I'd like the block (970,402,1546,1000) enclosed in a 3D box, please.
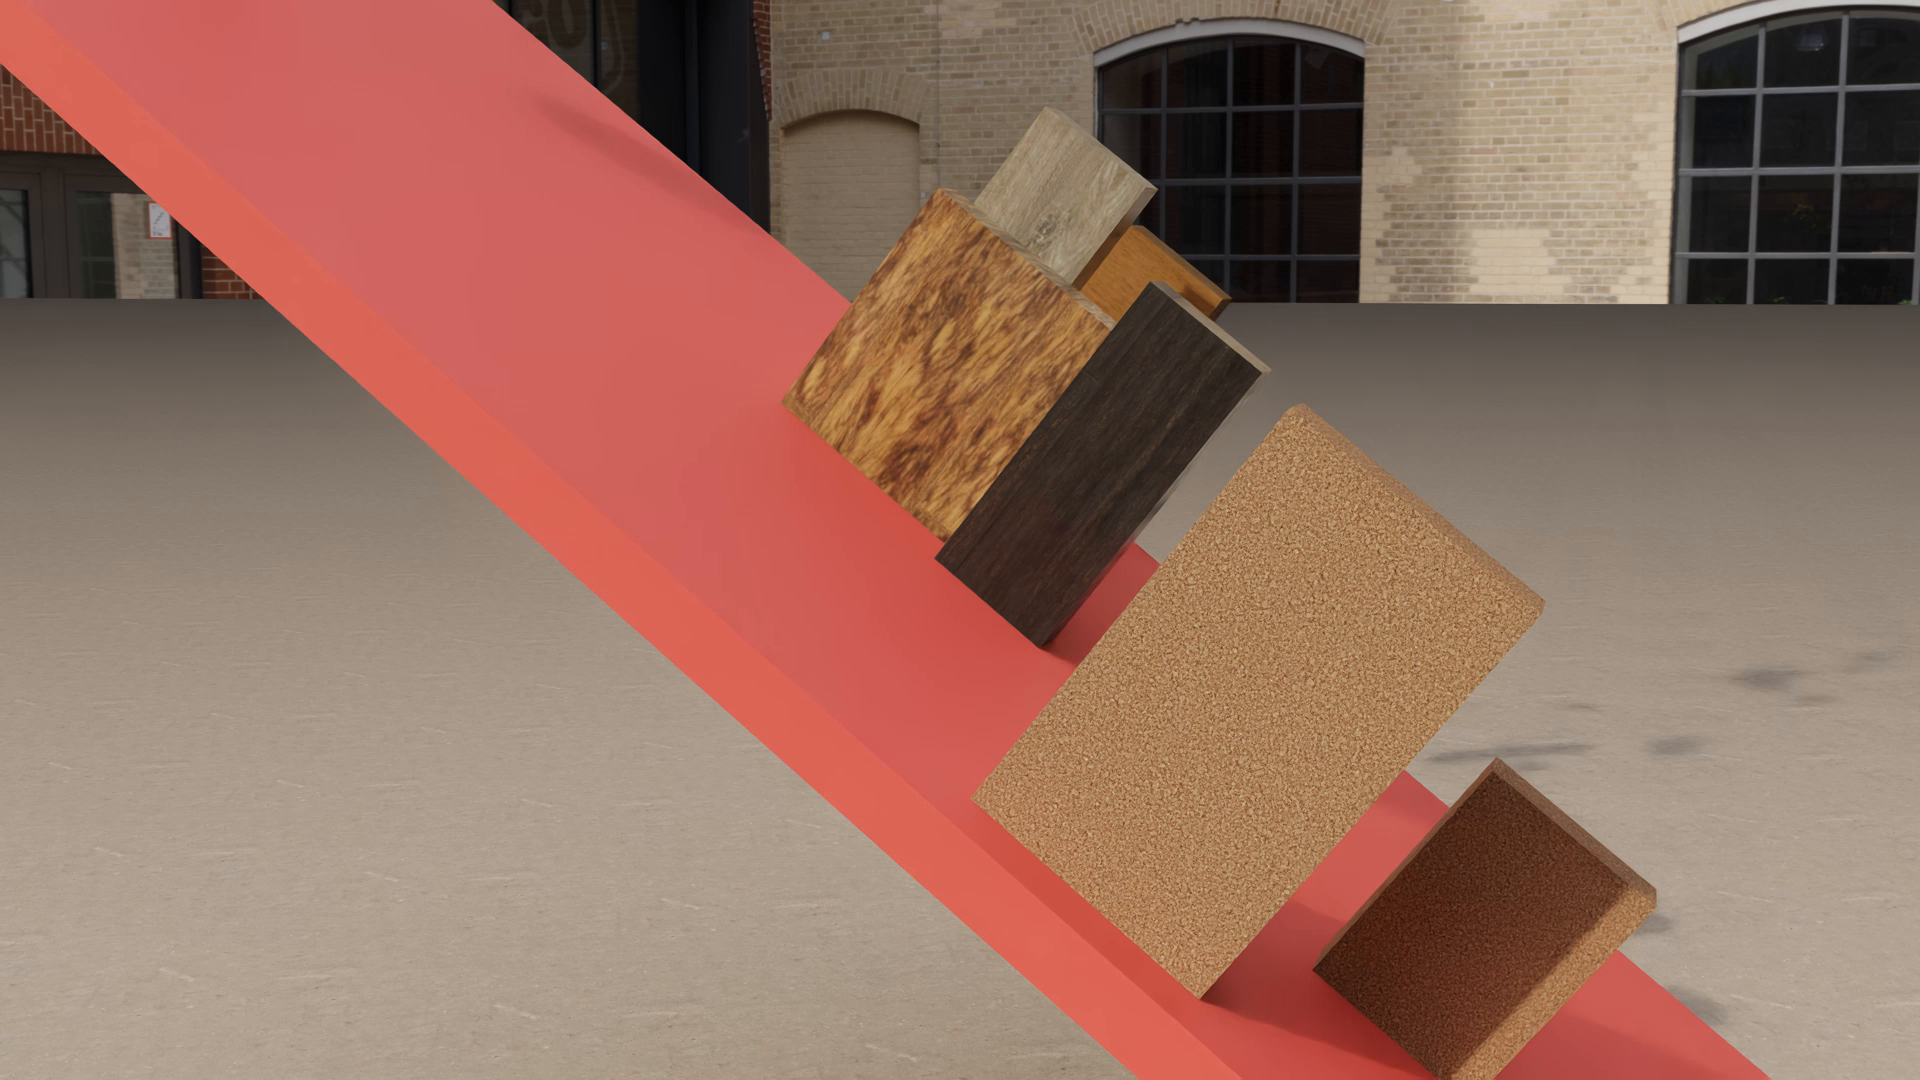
[{"bbox_3d":[0.405,0.226,3.066,0.427,0.721,0.119,41,16,9],"label":"block"}]

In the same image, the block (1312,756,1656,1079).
[{"bbox_3d":[0.814,0.607,3.424,0.312,0.431,0.104,41,16,9],"label":"block"}]

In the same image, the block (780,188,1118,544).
[{"bbox_3d":[-0.011,-0.316,4.064,0.430,0.502,0.110,41,16,9],"label":"block"}]

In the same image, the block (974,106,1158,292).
[{"bbox_3d":[0.066,-0.489,4.338,0.251,0.705,0.115,41,16,9],"label":"block"}]

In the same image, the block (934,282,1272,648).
[{"bbox_3d":[0.249,-0.132,3.886,0.249,0.628,0.111,41,16,9],"label":"block"}]

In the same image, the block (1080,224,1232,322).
[{"bbox_3d":[0.308,-0.380,4.801,0.254,0.573,0.124,41,16,9],"label":"block"}]

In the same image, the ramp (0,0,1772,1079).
[{"bbox_3d":[-0.024,0.076,4.051,4.000,0.100,2.000,41,16,9],"label":"ramp"}]
